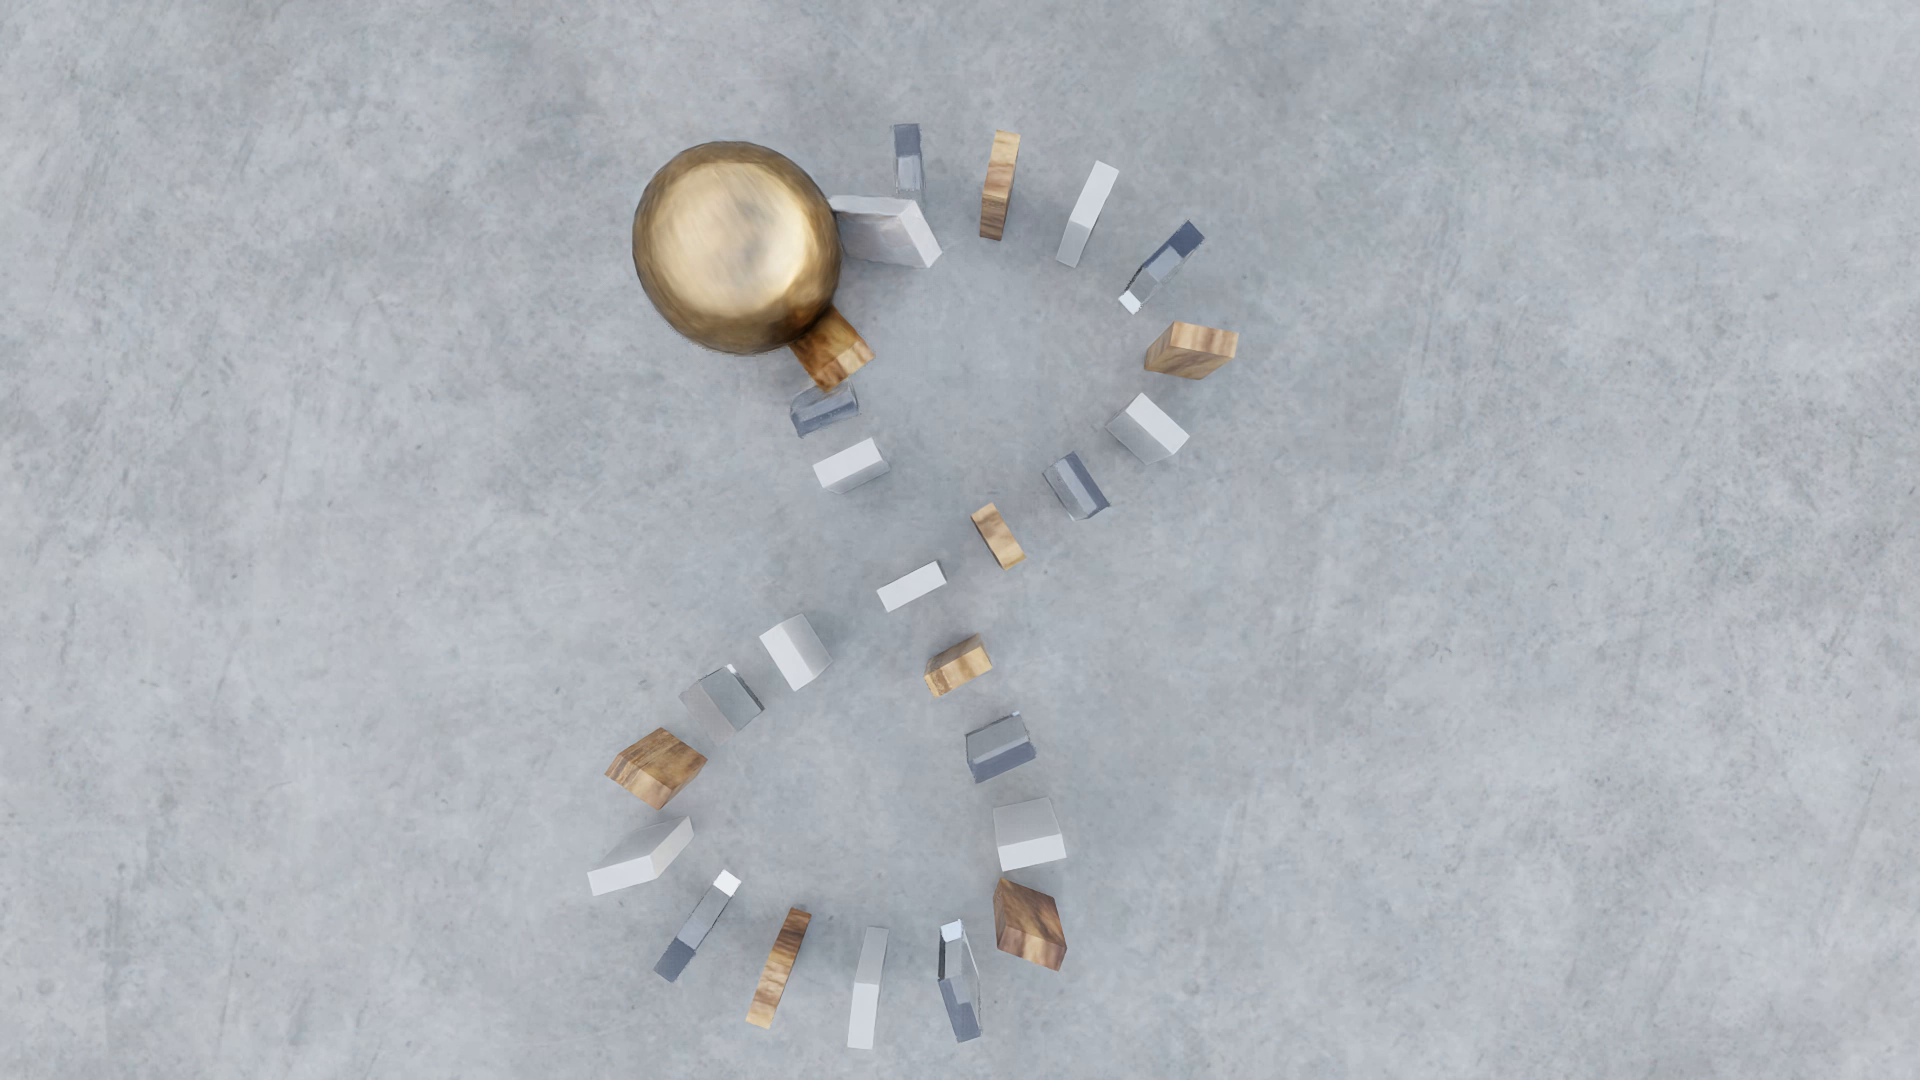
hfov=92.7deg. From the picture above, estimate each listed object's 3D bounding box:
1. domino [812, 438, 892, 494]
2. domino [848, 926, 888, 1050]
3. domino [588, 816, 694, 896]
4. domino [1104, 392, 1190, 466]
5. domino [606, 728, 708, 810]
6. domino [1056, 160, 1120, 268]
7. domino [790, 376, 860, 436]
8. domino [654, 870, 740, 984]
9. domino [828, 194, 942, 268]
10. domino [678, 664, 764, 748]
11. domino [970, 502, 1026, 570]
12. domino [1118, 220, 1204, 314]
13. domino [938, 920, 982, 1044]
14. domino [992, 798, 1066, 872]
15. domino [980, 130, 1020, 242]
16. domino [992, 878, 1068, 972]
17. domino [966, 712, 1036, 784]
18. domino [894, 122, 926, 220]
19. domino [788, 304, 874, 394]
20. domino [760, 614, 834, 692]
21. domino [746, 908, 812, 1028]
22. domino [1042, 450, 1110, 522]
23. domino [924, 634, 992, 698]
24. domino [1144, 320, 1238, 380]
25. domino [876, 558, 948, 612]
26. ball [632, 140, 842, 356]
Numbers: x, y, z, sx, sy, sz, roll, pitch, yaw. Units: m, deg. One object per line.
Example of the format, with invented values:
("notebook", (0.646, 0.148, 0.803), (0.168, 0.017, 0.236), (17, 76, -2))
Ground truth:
("domino", (-0.043, -0.030, 0.375), (0.025, 0.050, 0.010), (-26, 90, 0))
("domino", (-0.037, 0.182, 0.375), (0.009, 0.050, 0.025), (6, 90, 0))
("domino", (-0.129, 0.128, 0.375), (0.025, 0.050, 0.009), (-16, 90, 0))
("domino", (0.075, -0.045, 0.375), (0.025, 0.050, 0.010), (42, 90, 0))
("domino", (-0.123, 0.093, 0.375), (0.025, 0.050, 0.009), (34, 90, 0))
("domino", (0.051, -0.132, 0.375), (0.009, 0.050, 0.025), (25, 90, 0))
("domino", (-0.055, -0.056, 0.375), (0.025, 0.050, 0.009), (-22, 109, -1))
("domino", (-0.106, 0.157, 0.375), (0.009, 0.050, 0.025), (35, 90, 0))
("domino", (-0.033, -0.126, 0.374), (0.050, 0.025, 0.009), (22, 67, 41))
("domino", (-0.096, 0.067, 0.375), (0.009, 0.050, 0.025), (-38, 90, 0))
("domino", (0.015, -0.001, 0.375), (0.010, 0.050, 0.025), (-32, 90, 0))
("domino", (0.081, -0.110, 0.375), (0.025, 0.050, 0.010), (-44, 90, 0))
("domino", (0.000, 0.179, 0.375), (0.010, 0.050, 0.025), (-18, 90, 0))
("domino", (0.027, 0.119, 0.375), (0.025, 0.050, 0.010), (-12, 90, 0))
("domino", (0.016, -0.144, 0.375), (0.009, 0.050, 0.025), (12, 90, 0))
("domino", (0.028, 0.156, 0.375), (0.025, 0.050, 0.010), (21, 90, 0))
("domino", (0.016, 0.084, 0.375), (0.025, 0.050, 0.010), (-24, 90, 0))
("domino", (-0.020, -0.146, 0.375), (0.010, 0.050, 0.025), (-6, 90, -2))
("domino", (-0.056, -0.082, 0.379), (0.025, 0.050, 0.010), (-38, 133, 0))
("domino", (-0.066, 0.045, 0.375), (0.009, 0.050, 0.025), (-33, 90, 0))
("domino", (-0.073, 0.174, 0.375), (0.010, 0.050, 0.025), (20, 90, 0))
("domino", (0.046, -0.021, 0.375), (0.009, 0.050, 0.025), (-34, 90, 0))
("domino", (-0.001, 0.051, 0.375), (0.025, 0.050, 0.010), (-28, 90, 0))
("domino", (0.093, -0.077, 0.375), (0.025, 0.050, 0.010), (11, 90, 0))
("domino", (-0.019, 0.018, 0.375), (0.025, 0.050, 0.009), (-27, 90, 0))
("ball", (-0.087, -0.113, 0.360), (0.080, 0.080, 0.080), (0, 90, 0))
